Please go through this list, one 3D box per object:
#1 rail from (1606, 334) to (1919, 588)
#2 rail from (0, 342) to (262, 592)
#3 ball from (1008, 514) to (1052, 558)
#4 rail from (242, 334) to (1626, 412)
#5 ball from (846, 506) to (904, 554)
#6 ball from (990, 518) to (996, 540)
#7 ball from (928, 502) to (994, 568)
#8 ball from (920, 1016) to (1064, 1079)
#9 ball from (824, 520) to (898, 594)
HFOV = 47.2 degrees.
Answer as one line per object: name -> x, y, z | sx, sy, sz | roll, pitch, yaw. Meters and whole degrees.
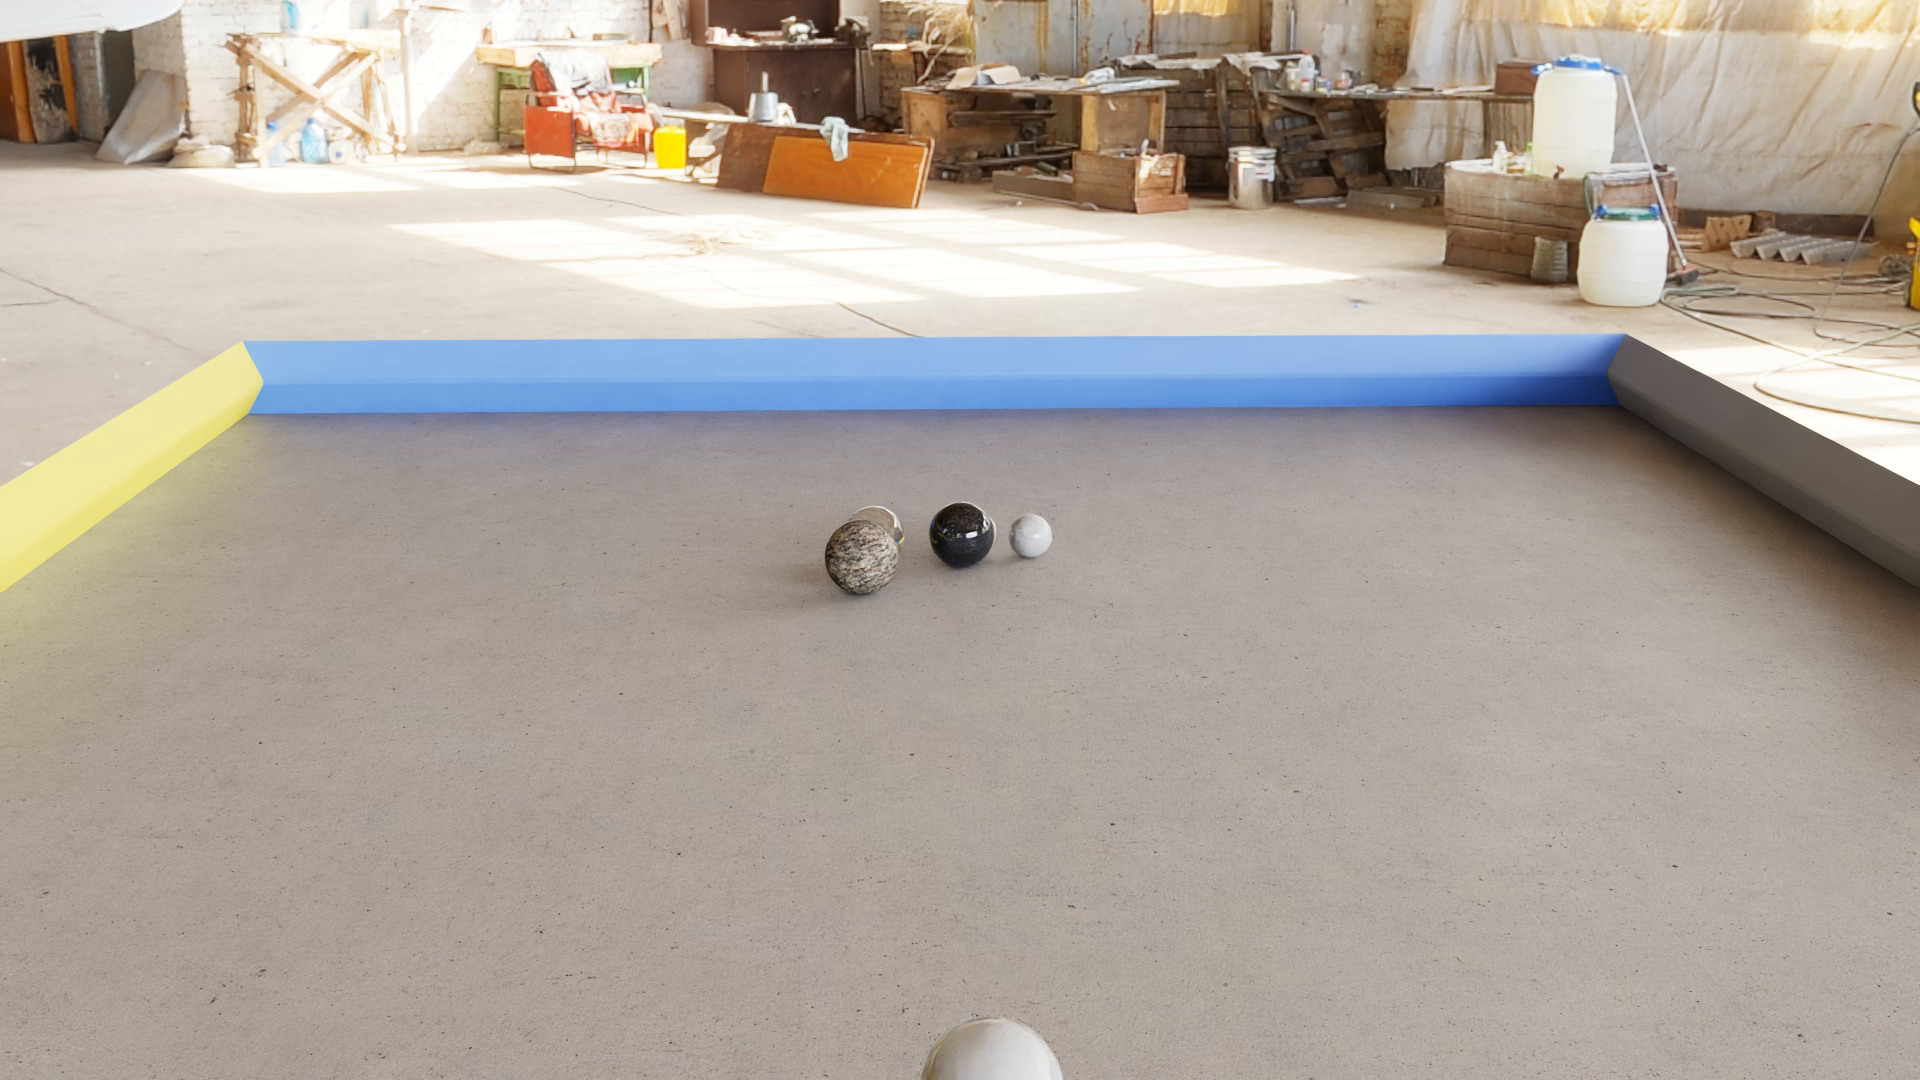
rail -> 1.243, 0.234, 1.939 | 0.045, 0.128, 4.203 | 0, 15, -2
rail -> -1.174, 0.255, 1.862 | 0.045, 0.128, 4.203 | 0, 15, -2
ball -> 0.095, -0.006, 2.972 | 0.059, 0.059, 0.059 | 0, 15, 0
rail -> -0.034, -0.292, 3.906 | 2.466, 0.128, 0.045 | 0, 15, -2
ball -> -0.114, -0.006, 2.931 | 0.081, 0.081, 0.081 | 0, 15, 0
ball -> 0.025, -0.011, 3.009 | 0.051, 0.051, 0.051 | 0, 15, 0
ball -> 0.002, -0.008, 2.926 | 0.088, 0.088, 0.088 | 0, 15, 0
ball -> 0.021, 0.372, 1.484 | 0.099, 0.099, 0.099 | 0, 15, 0
ball -> -0.125, 0.022, 2.801 | 0.095, 0.095, 0.095 | 0, 15, 0
